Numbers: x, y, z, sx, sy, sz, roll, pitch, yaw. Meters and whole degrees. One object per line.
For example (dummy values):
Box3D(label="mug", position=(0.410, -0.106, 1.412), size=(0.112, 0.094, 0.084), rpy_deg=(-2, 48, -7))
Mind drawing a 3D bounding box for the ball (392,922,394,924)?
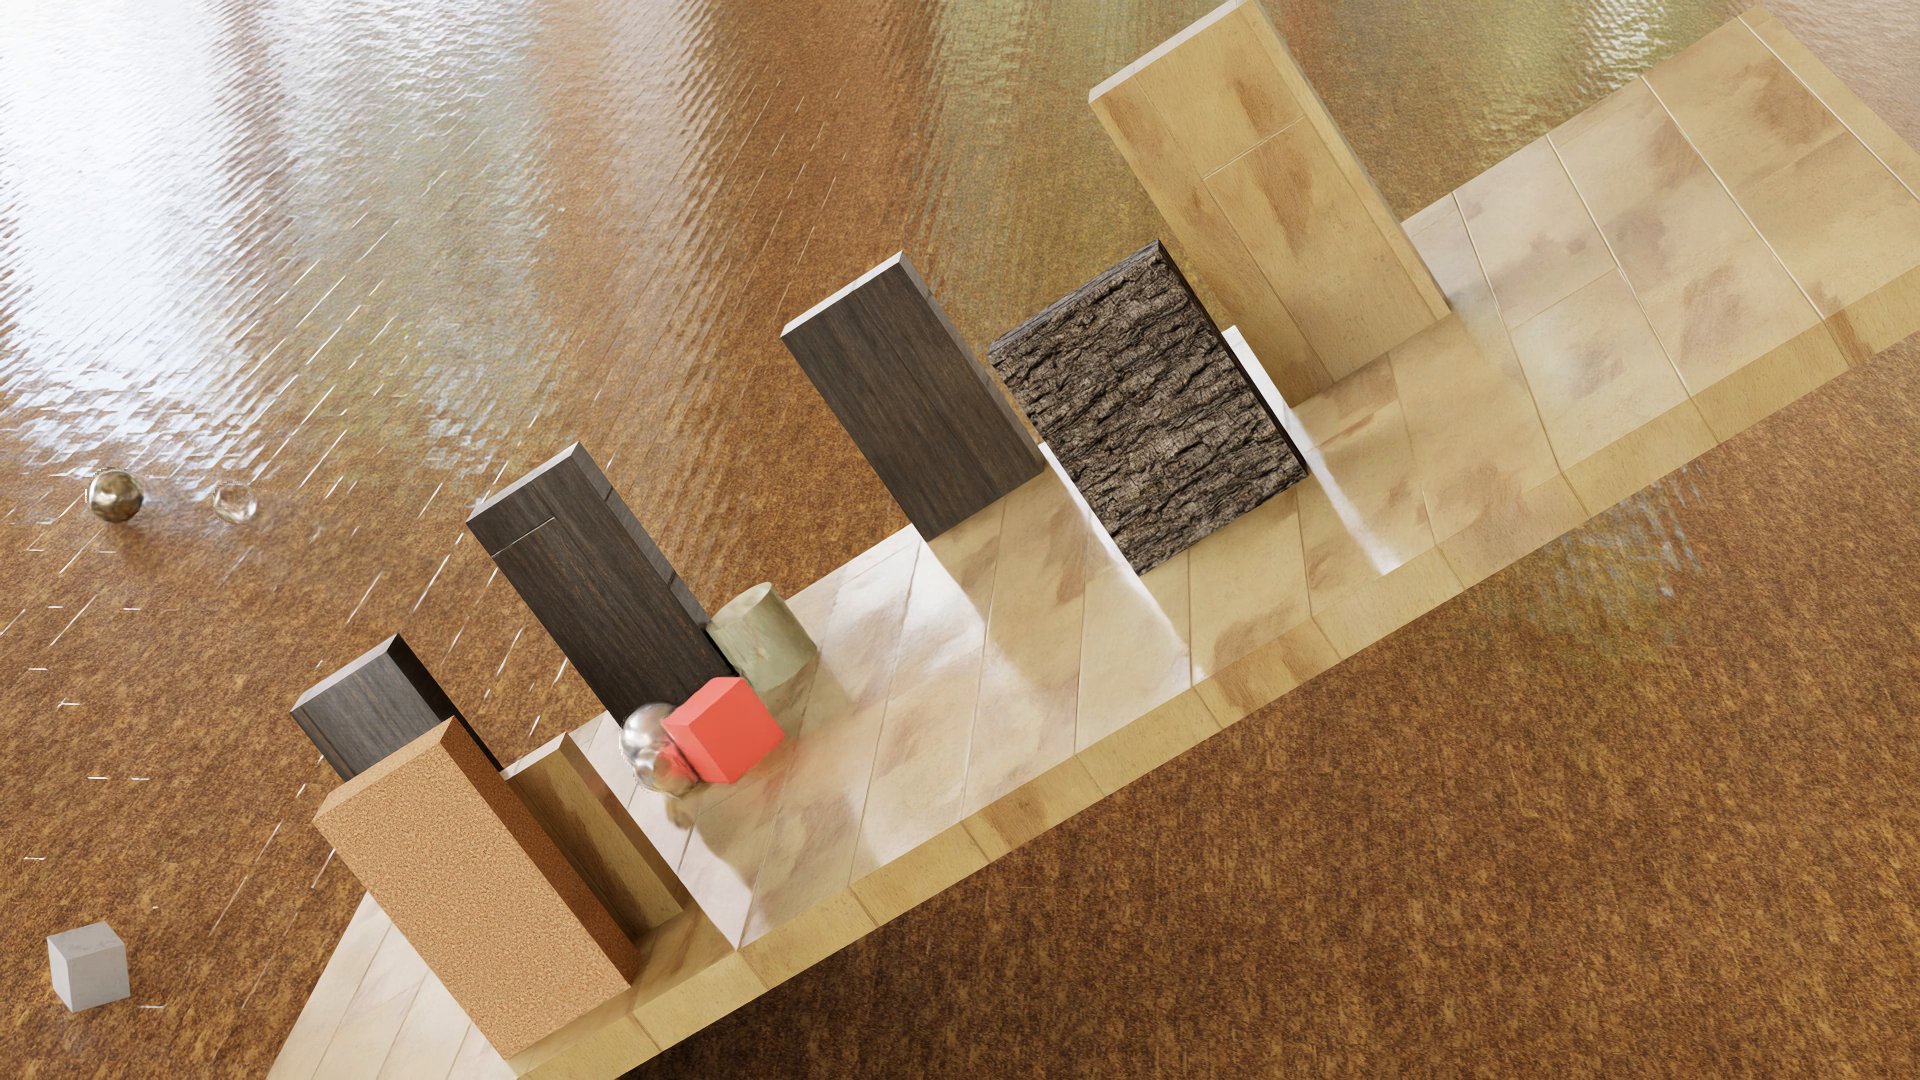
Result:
Box3D(label="ball", position=(-1.264, 0.841, 6.821), size=(0.135, 0.135, 0.135), rpy_deg=(0, 21, 0))

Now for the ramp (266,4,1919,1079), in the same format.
Box3D(label="ramp", position=(0.138, 0.172, 6.299), size=(4.000, 0.100, 2.000), rpy_deg=(-31, 16, 14))

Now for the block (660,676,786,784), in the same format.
Box3D(label="block", position=(-0.520, 0.417, 6.458), size=(0.165, 0.165, 0.165), rpy_deg=(-41, 16, -21))

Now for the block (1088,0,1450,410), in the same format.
Box3D(label="block", position=(0.651, -0.711, 6.170), size=(0.394, 0.787, 0.131), rpy_deg=(-31, 16, 14))

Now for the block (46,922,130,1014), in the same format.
Box3D(label="block", position=(-2.104, 1.030, 7.103), size=(0.143, 0.143, 0.143), rpy_deg=(-14, 25, -32))

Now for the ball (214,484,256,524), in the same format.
Box3D(label="ball", position=(-2.504, -0.124, 10.164), size=(0.143, 0.143, 0.143), rpy_deg=(0, 21, 0))

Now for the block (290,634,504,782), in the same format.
Box3D(label="block", position=(-1.154, 0.547, 6.470), size=(0.269, 0.659, 0.106), rpy_deg=(-31, 16, 14))

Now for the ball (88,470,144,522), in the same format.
Box3D(label="ball", position=(-2.922, -0.151, 10.178), size=(0.184, 0.184, 0.184), rpy_deg=(0, 21, 0))

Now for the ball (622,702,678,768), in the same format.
Box3D(label="ball", position=(-0.687, 0.453, 6.700), size=(0.168, 0.168, 0.168), rpy_deg=(0, 21, 0))

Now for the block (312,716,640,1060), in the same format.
Box3D(label="block", position=(-0.929, 0.676, 5.688), size=(0.309, 0.612, 0.125), rpy_deg=(-31, 16, 14))

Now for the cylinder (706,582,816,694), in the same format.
Box3D(label="cylinder", position=(-0.463, 0.229, 6.862), size=(0.187, 0.187, 0.187), rpy_deg=(-33, 15, 10))

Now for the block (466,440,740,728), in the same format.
Box3D(label="block", position=(-0.811, 0.145, 6.862), size=(0.305, 0.707, 0.103), rpy_deg=(-31, 16, 14))

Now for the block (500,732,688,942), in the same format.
Box3D(label="block", position=(-0.839, 0.664, 5.899), size=(0.416, 0.420, 0.081), rpy_deg=(-31, 16, 14))

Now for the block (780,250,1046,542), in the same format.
Box3D(label="block", position=(-0.108, -0.338, 7.000), size=(0.339, 0.613, 0.104), rpy_deg=(-31, 16, 14))

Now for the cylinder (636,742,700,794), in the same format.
Box3D(label="cylinder", position=(-0.652, 0.508, 6.559), size=(0.114, 0.114, 0.114), rpy_deg=(-11, 4, -26))

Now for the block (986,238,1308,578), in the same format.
Box3D(label="block", position=(0.374, -0.259, 5.849), size=(0.399, 0.550, 0.098), rpy_deg=(-31, 16, 14))
